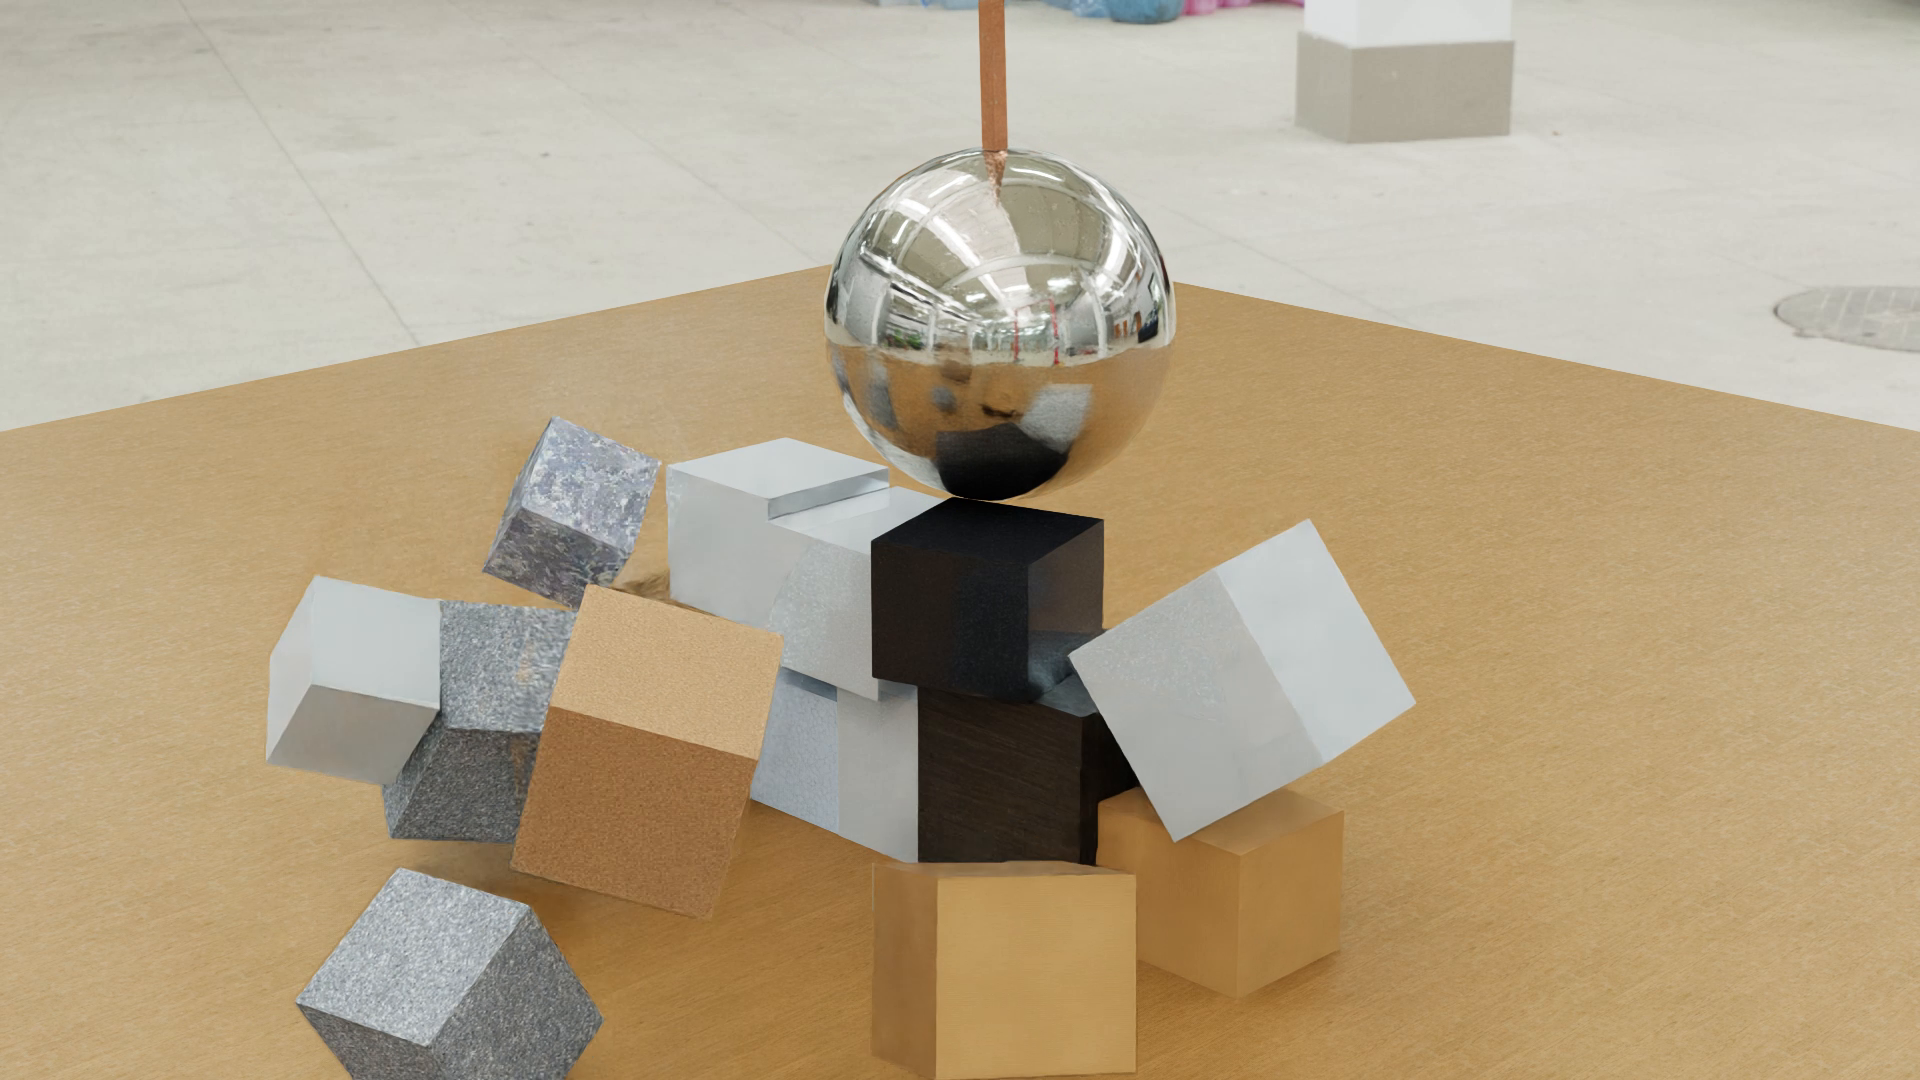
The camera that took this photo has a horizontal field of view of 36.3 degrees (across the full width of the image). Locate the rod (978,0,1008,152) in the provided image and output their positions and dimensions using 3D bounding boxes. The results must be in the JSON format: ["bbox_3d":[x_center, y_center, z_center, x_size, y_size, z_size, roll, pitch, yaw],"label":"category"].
[{"bbox_3d":[0.078,-4.184,12.108,0.080,5.200,0.080,17,26,42],"label":"rod"}]

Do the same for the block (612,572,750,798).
[{"bbox_3d":[-1.112,0.665,14.690,0.897,0.922,0.843,-17,24,-42],"label":"block"}]

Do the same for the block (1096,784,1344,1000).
[{"bbox_3d":[1.114,1.449,12.636,0.683,0.655,0.798,-17,24,-42],"label":"block"}]

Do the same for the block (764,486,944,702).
[{"bbox_3d":[-0.337,0.236,13.749,0.843,0.686,0.771,-16,24,-42],"label":"block"}]

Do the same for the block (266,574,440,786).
[{"bbox_3d":[-2.682,0.626,12.961,0.571,0.625,0.588,14,47,-25],"label":"block"}]

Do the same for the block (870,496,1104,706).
[{"bbox_3d":[0.127,0.255,12.908,0.760,0.629,0.757,9,20,26],"label":"block"}]

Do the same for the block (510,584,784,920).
[{"bbox_3d":[-1.144,0.775,10.764,0.753,0.794,0.734,15,35,-5],"label":"block"}]

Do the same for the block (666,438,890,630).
[{"bbox_3d":[-0.881,-0.032,14.249,0.765,0.673,0.763,-16,24,-41],"label":"block"}]

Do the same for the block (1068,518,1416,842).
[{"bbox_3d":[1.180,0.582,12.257,0.855,0.895,0.809,-33,-6,38],"label":"block"}]

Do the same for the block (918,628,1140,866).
[{"bbox_3d":[0.486,1.059,13.188,0.992,1.072,0.921,17,24,42],"label":"block"}]

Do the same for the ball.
[{"bbox_3d":[0.179,-0.973,13.223,1.600,1.600,1.600,0,17,0],"label":"ball"}]

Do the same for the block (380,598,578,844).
[{"bbox_3d":[-2.125,0.849,13.512,0.889,0.830,0.735,6,47,-29],"label":"block"}]

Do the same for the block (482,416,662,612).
[{"bbox_3d":[-1.942,-0.117,14.673,0.587,0.643,0.593,24,52,-13],"label":"block"}]

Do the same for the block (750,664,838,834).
[{"bbox_3d":[-0.565,0.940,14.238,0.661,0.669,0.635,-17,24,-42],"label":"block"}]

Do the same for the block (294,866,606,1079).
[{"bbox_3d":[-1.916,1.779,11.075,0.688,0.708,0.662,10,51,34],"label":"block"}]

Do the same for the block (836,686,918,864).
[{"bbox_3d":[-0.114,1.012,13.773,0.657,0.810,0.643,-17,24,-42],"label":"block"}]

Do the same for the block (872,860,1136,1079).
[{"bbox_3d":[0.158,1.616,11.140,0.780,0.732,0.775,1,-3,-19],"label":"block"}]
